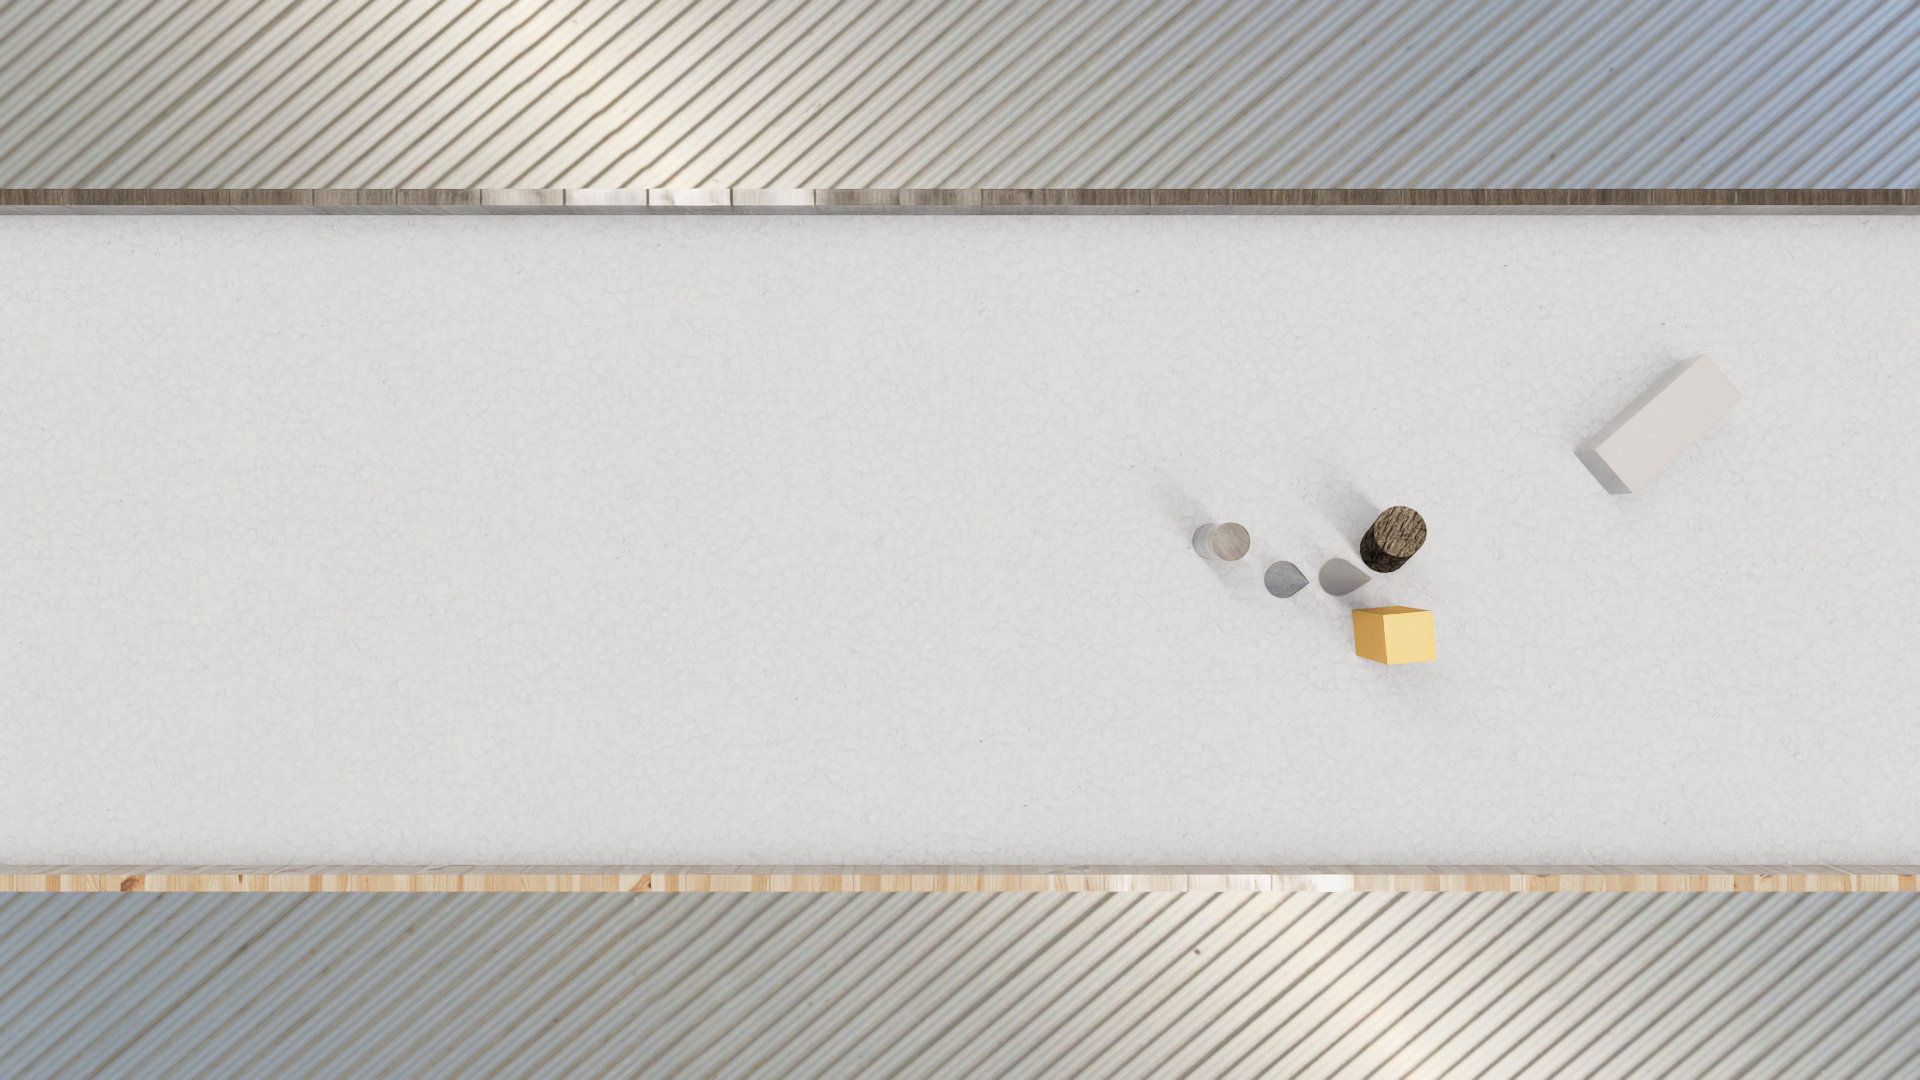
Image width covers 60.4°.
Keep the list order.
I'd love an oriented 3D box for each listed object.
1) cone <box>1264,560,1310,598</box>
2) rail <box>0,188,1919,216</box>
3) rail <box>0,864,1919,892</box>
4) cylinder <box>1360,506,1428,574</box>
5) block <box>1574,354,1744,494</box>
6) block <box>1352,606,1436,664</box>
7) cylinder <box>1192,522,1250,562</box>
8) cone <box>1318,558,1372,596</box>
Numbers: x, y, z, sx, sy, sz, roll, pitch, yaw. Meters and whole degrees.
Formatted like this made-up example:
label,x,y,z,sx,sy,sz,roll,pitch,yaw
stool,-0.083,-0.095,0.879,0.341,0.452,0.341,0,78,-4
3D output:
label,x,y,z,sx,sy,sz,roll,pitch,yaw
cone,0.994,0.122,4.880,0.116,0.392,0.116,0,90,0
rail,-2.247,-1.025,5.002,12.000,0.150,0.050,0,90,0
rail,-2.247,1.025,5.001,12.000,0.150,0.050,0,90,0
cylinder,1.281,0.001,4.890,0.148,0.350,0.148,-1,81,7
block,2.110,-0.347,4.991,0.437,0.171,0.171,-41,90,0
block,1.283,0.279,4.890,0.141,0.374,0.141,-5,90,0
cylinder,0.770,0.005,4.882,0.111,0.389,0.111,0,90,0
cone,1.165,0.113,4.873,0.118,0.405,0.118,0,90,-1
